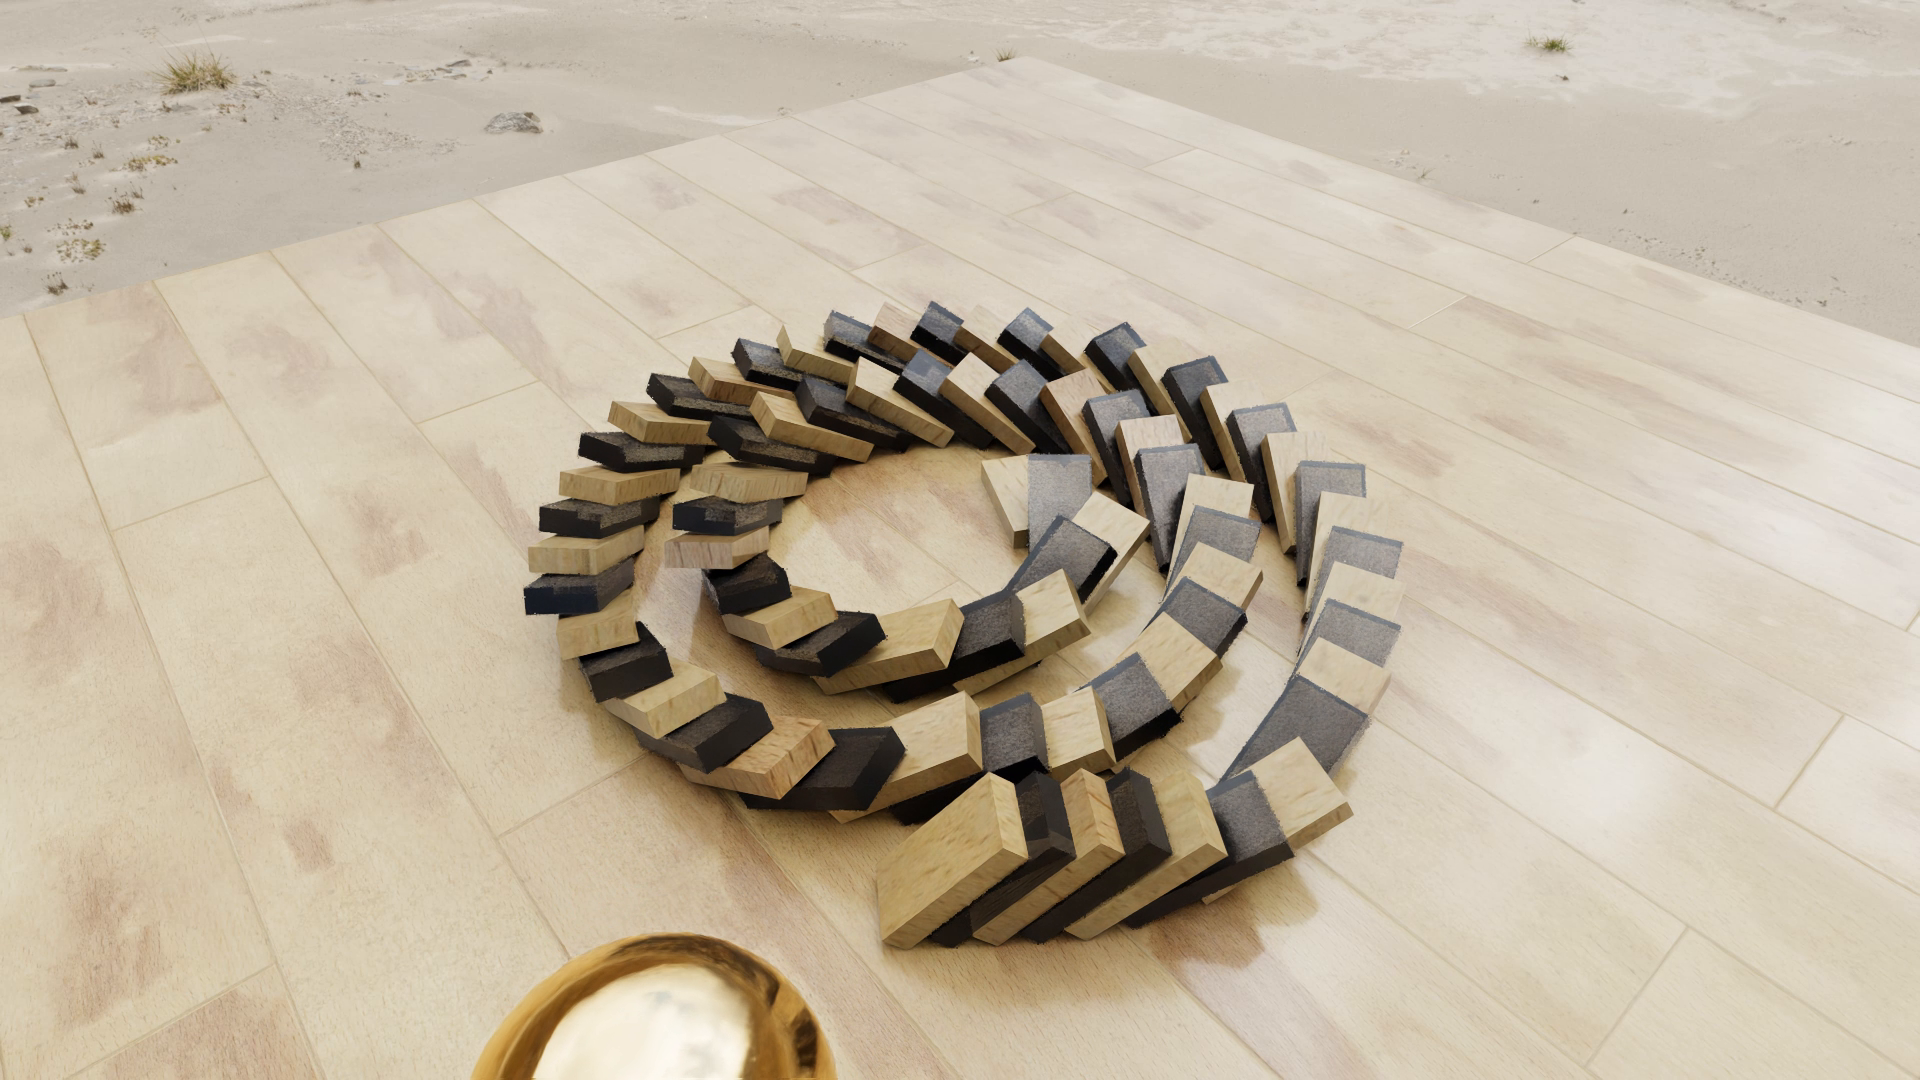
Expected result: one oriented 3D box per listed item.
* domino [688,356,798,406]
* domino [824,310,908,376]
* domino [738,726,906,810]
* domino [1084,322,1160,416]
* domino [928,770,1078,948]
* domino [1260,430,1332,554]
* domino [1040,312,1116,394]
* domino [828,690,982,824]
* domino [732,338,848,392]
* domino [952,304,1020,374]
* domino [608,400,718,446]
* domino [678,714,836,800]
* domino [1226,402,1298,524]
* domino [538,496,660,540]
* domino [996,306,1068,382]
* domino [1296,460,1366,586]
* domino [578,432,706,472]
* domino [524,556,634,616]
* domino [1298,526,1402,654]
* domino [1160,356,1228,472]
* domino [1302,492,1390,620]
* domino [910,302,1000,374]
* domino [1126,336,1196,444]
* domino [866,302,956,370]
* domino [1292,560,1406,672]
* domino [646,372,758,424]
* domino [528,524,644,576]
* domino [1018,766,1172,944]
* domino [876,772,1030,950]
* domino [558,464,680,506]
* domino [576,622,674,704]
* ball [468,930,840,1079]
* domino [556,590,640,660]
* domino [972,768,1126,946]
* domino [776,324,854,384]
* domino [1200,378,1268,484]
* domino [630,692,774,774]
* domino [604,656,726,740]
[{"bbox_3d":[-0.099,-0.072,0.513,0.050,0.009,0.025,5,29,-42],"label":"domino"},{"bbox_3d":[-0.042,-0.093,0.539,0.050,0.009,0.025,20,34,-22],"label":"domino"},{"bbox_3d":[-0.044,0.071,0.339,0.050,0.009,0.025,-9,30,36],"label":"domino"},{"bbox_3d":[0.084,-0.078,0.520,0.025,0.009,0.050,-31,77,-32],"label":"domino"},{"bbox_3d":[0.009,0.089,0.307,0.009,0.050,0.025,31,28,-29],"label":"domino"},{"bbox_3d":[0.141,-0.020,0.450,0.025,0.009,0.050,-4,68,-4],"label":"domino"},{"bbox_3d":[0.065,-0.085,0.529,0.050,0.010,0.025,44,51,5],"label":"domino"},{"bbox_3d":[-0.018,0.068,0.343,0.050,0.010,0.025,-24,36,16],"label":"domino"},{"bbox_3d":[-0.081,-0.081,0.524,0.050,0.009,0.025,10,30,-35],"label":"domino"},{"bbox_3d":[0.023,-0.093,0.539,0.050,0.009,0.025,34,43,-4],"label":"domino"},{"bbox_3d":[-0.127,-0.052,0.488,0.025,0.010,0.050,28,18,31],"label":"domino"},{"bbox_3d":[-0.065,0.066,0.344,0.050,0.009,0.025,-4,29,45],"label":"domino"},{"bbox_3d":[0.133,-0.033,0.466,0.025,0.010,0.050,-10,68,-12],"label":"domino"},{"bbox_3d":[-0.143,-0.011,0.439,0.025,0.010,0.050,7,12,9],"label":"domino"},{"bbox_3d":[0.045,-0.090,0.535,0.050,0.009,0.025,39,47,2],"label":"domino"},{"bbox_3d":[0.146,-0.006,0.433,0.025,0.009,0.050,4,68,5],"label":"domino"},{"bbox_3d":[-0.136,-0.039,0.472,0.025,0.010,0.050,19,14,22],"label":"domino"},{"bbox_3d":[-0.139,0.016,0.405,0.025,0.010,0.050,-2,11,-2],"label":"domino"},{"bbox_3d":[0.142,0.021,0.399,0.025,0.009,0.050,15,70,17],"label":"domino"},{"bbox_3d":[0.114,-0.058,0.496,0.025,0.009,0.050,-18,71,-20],"label":"domino"},{"bbox_3d":[0.146,0.008,0.416,0.025,0.010,0.050,10,69,12],"label":"domino"},{"bbox_3d":[0.002,-0.096,0.542,0.050,0.010,0.025,31,41,-8],"label":"domino"},{"bbox_3d":[0.101,-0.069,0.509,0.025,0.009,0.050,-21,72,-24],"label":"domino"},{"bbox_3d":[-0.019,-0.096,0.543,0.050,0.010,0.025,27,38,-12],"label":"domino"},{"bbox_3d":[0.135,0.035,0.383,0.025,0.010,0.050,19,71,22],"label":"domino"},{"bbox_3d":[-0.115,-0.063,0.503,0.050,0.010,0.025,3,28,-45],"label":"domino"},{"bbox_3d":[-0.142,0.003,0.422,0.025,0.009,0.050,2,11,3],"label":"domino"},{"bbox_3d":[0.035,0.089,0.308,0.010,0.050,0.025,32,28,-29],"label":"domino"},{"bbox_3d":[-0.003,0.090,0.307,0.009,0.050,0.025,31,28,-29],"label":"domino"},{"bbox_3d":[-0.140,-0.024,0.455,0.025,0.010,0.050,11,12,13],"label":"domino"},{"bbox_3d":[-0.116,0.041,0.376,0.025,0.009,0.050,-19,15,-22],"label":"domino"},{"bbox_3d":[-0.065,0.126,0.234,0.080,0.080,0.080,0,39,0],"label":"ball"},{"bbox_3d":[-0.128,0.029,0.389,0.025,0.010,0.050,-13,11,-16],"label":"domino"},{"bbox_3d":[0.022,0.089,0.308,0.009,0.050,0.025,32,28,-29],"label":"domino"},{"bbox_3d":[-0.062,-0.087,0.532,0.050,0.009,0.025,14,31,-30],"label":"domino"},{"bbox_3d":[0.126,-0.046,0.481,0.025,0.010,0.050,-11,69,-13],"label":"domino"},{"bbox_3d":[-0.084,0.059,0.353,0.025,0.010,0.050,-33,21,-33],"label":"domino"},{"bbox_3d":[-0.100,0.051,0.364,0.025,0.009,0.050,-28,19,-30],"label":"domino"}]
